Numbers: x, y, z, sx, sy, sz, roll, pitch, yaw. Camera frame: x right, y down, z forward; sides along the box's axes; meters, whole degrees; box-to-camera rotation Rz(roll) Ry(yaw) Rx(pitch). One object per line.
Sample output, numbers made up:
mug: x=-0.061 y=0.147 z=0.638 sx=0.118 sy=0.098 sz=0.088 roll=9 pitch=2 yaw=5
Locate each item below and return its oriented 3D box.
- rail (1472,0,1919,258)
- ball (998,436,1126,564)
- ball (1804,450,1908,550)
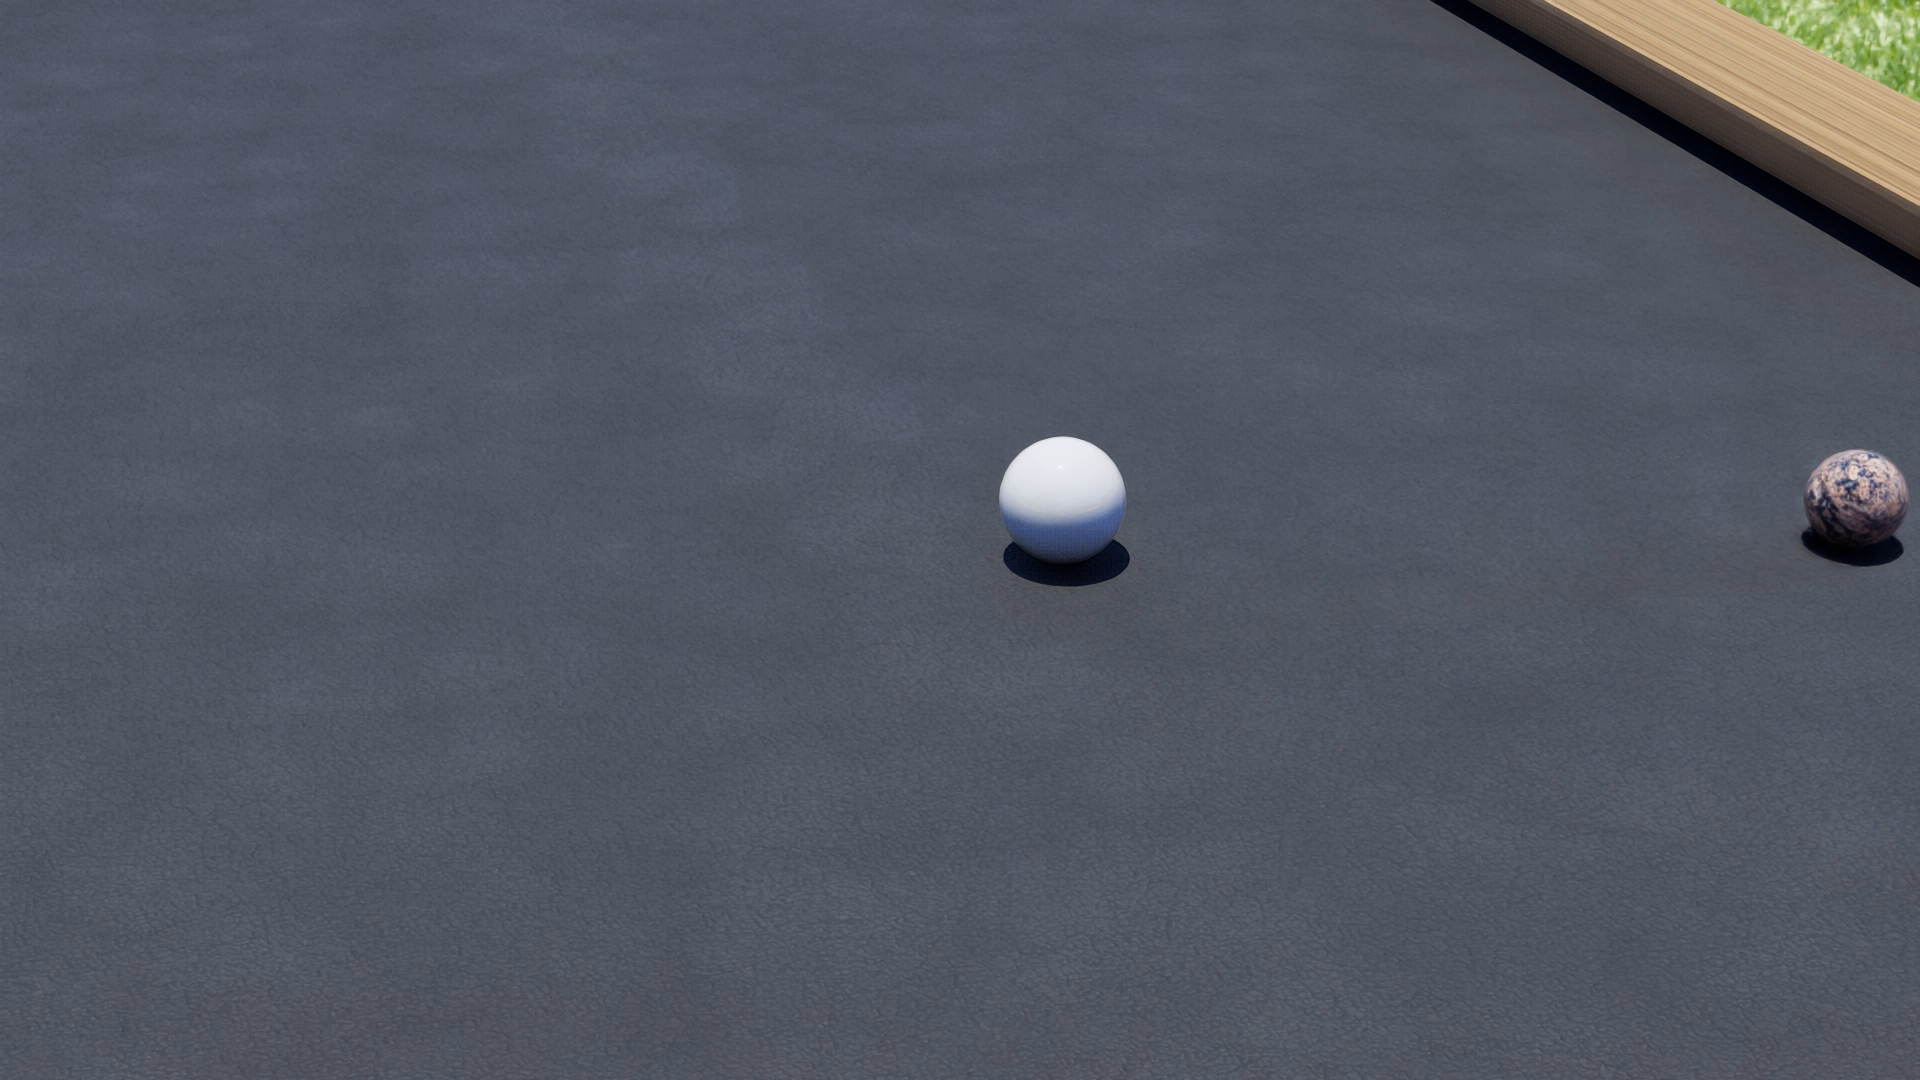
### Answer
rail: x=0.622 y=-0.514 z=2.896 sx=0.045 sy=0.126 sz=3.294 roll=-9 pitch=28 yaw=-17
ball: x=0.069 y=-0.026 z=1.973 sx=0.086 sy=0.086 sz=0.086 roll=0 pitch=27 yaw=0
ball: x=0.608 y=-0.027 z=1.996 sx=0.067 sy=0.067 sz=0.067 roll=0 pitch=27 yaw=0
